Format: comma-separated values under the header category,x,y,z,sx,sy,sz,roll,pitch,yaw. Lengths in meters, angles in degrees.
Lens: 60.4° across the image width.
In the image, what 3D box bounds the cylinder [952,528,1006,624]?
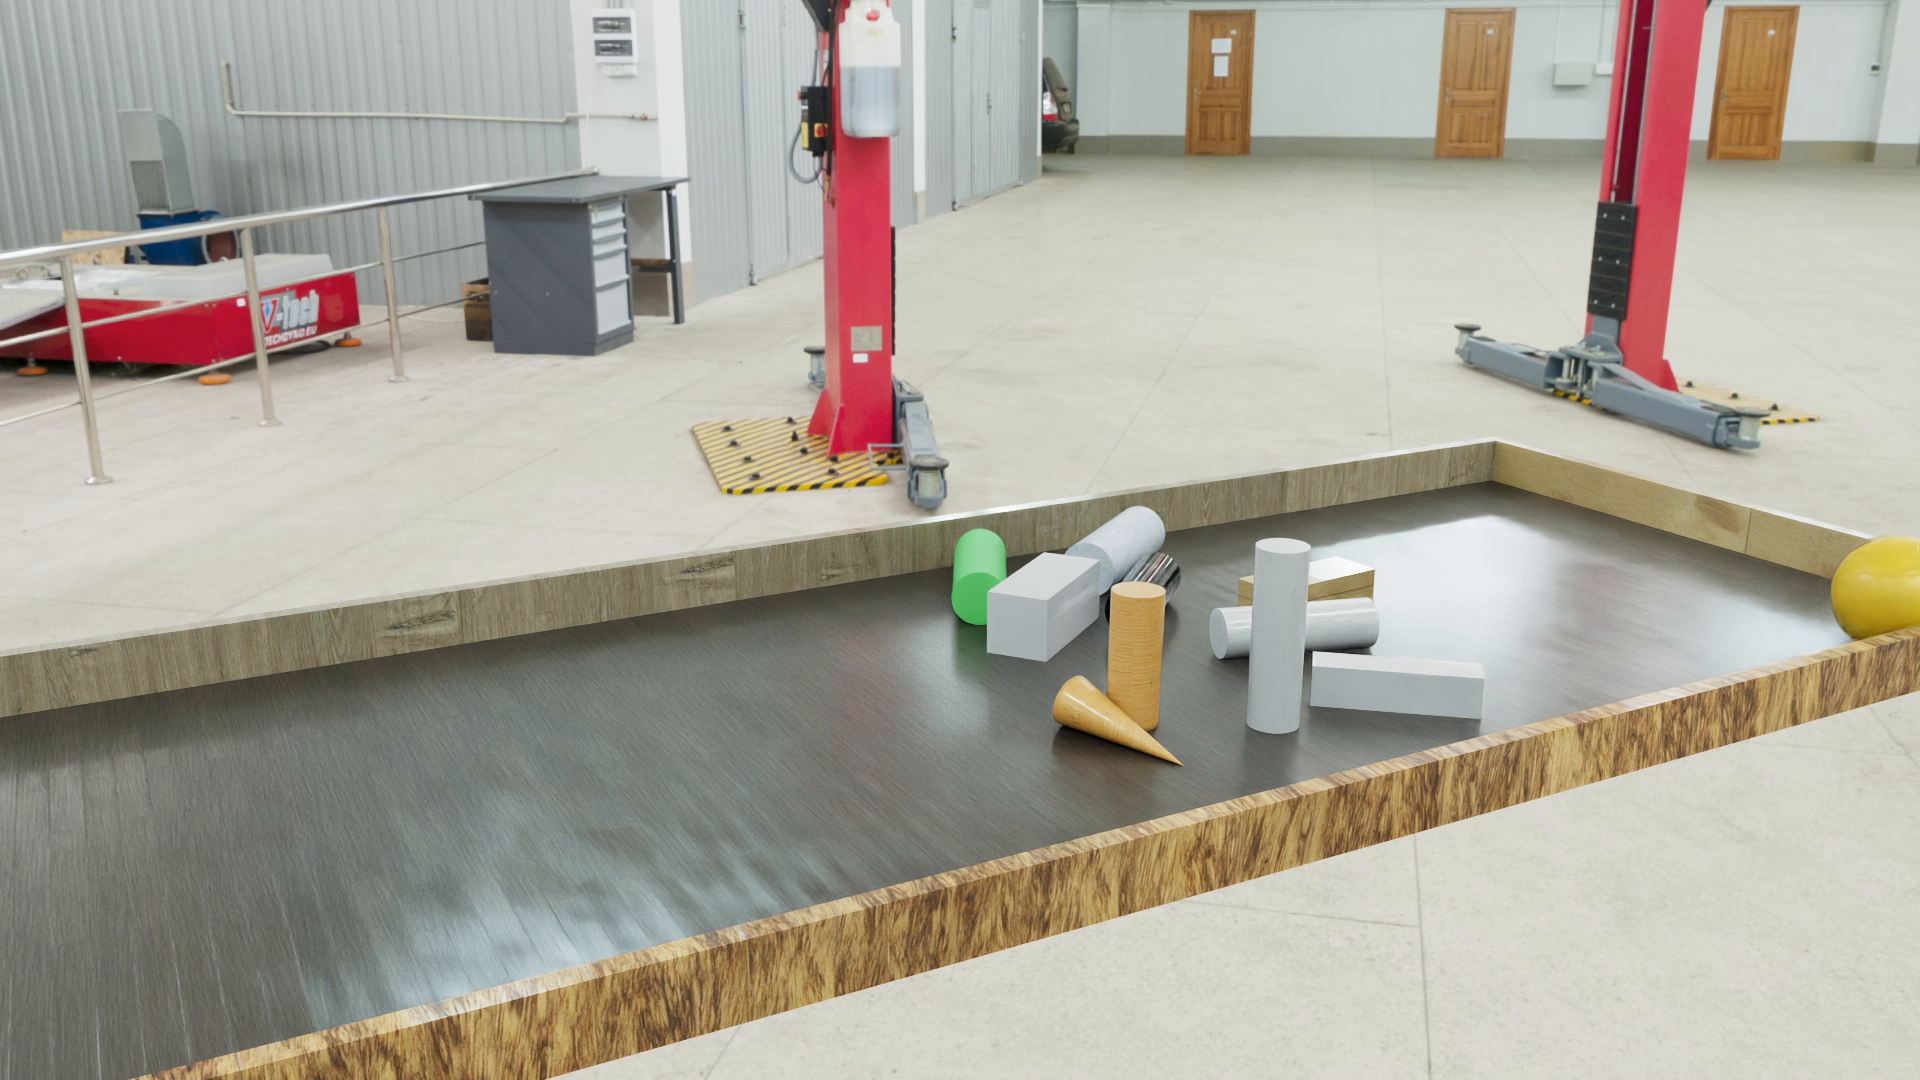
category,x,y,z,sx,sy,sz,roll,pitch,yaw
cylinder,0.057,0.101,4.741,0.153,0.153,0.432,0,16,1

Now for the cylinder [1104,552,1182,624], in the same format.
category,x,y,z,sx,sy,sz,roll,pitch,yaw
cylinder,0.514,0.149,4.606,0.137,0.137,0.350,6,17,18

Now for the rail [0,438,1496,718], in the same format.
category,x,y,z,sx,sy,sz,roll,pitch,yaw
rail,-3.305,0.497,3.399,12.000,0.150,0.050,-9,18,-27

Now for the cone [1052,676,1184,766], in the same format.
category,x,y,z,sx,sy,sz,roll,pitch,yaw
cone,0.379,0.438,3.756,0.125,0.125,0.344,-16,33,-42

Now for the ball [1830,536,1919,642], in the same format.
category,x,y,z,sx,sy,sz,roll,pitch,yaw
ball,2.445,0.147,4.300,0.312,0.312,0.312,0,16,0

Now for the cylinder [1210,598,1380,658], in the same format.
category,x,y,z,sx,sy,sz,roll,pitch,yaw
cylinder,0.878,0.231,4.336,0.421,0.132,0.132,-4,17,-12

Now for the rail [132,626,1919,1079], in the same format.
category,x,y,z,sx,sy,sz,roll,pitch,yaw
rail,-2.336,1.006,1.665,12.000,0.150,0.050,-9,18,-27

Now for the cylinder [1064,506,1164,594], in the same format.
category,x,y,z,sx,sy,sz,roll,pitch,yaw
cylinder,0.466,0.030,4.960,0.165,0.165,0.444,8,18,25

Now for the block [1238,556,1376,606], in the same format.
category,x,y,z,sx,sy,sz,roll,pitch,yaw
block,0.954,0.162,4.548,0.374,0.145,0.145,-11,19,-32

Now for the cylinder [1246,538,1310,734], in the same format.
category,x,y,z,sx,sy,sz,roll,pitch,yaw
cylinder,0.737,0.222,3.824,0.124,0.437,0.124,0,16,0

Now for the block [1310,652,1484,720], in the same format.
category,x,y,z,sx,sy,sz,roll,pitch,yaw
block,1.052,0.349,3.984,0.397,0.103,0.103,3,17,12

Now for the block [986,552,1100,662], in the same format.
category,x,y,z,sx,sy,sz,roll,pitch,yaw
block,0.230,0.176,4.458,0.169,0.169,0.390,8,18,24

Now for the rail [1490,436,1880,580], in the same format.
category,x,y,z,sx,sy,sz,roll,pitch,yaw
rail,2.466,-0.048,5.253,0.050,0.150,2.100,-9,18,-27

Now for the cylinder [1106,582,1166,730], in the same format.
category,x,y,z,sx,sy,sz,roll,pitch,yaw
cylinder,0.408,0.272,3.846,0.126,0.326,0.126,1,16,0
